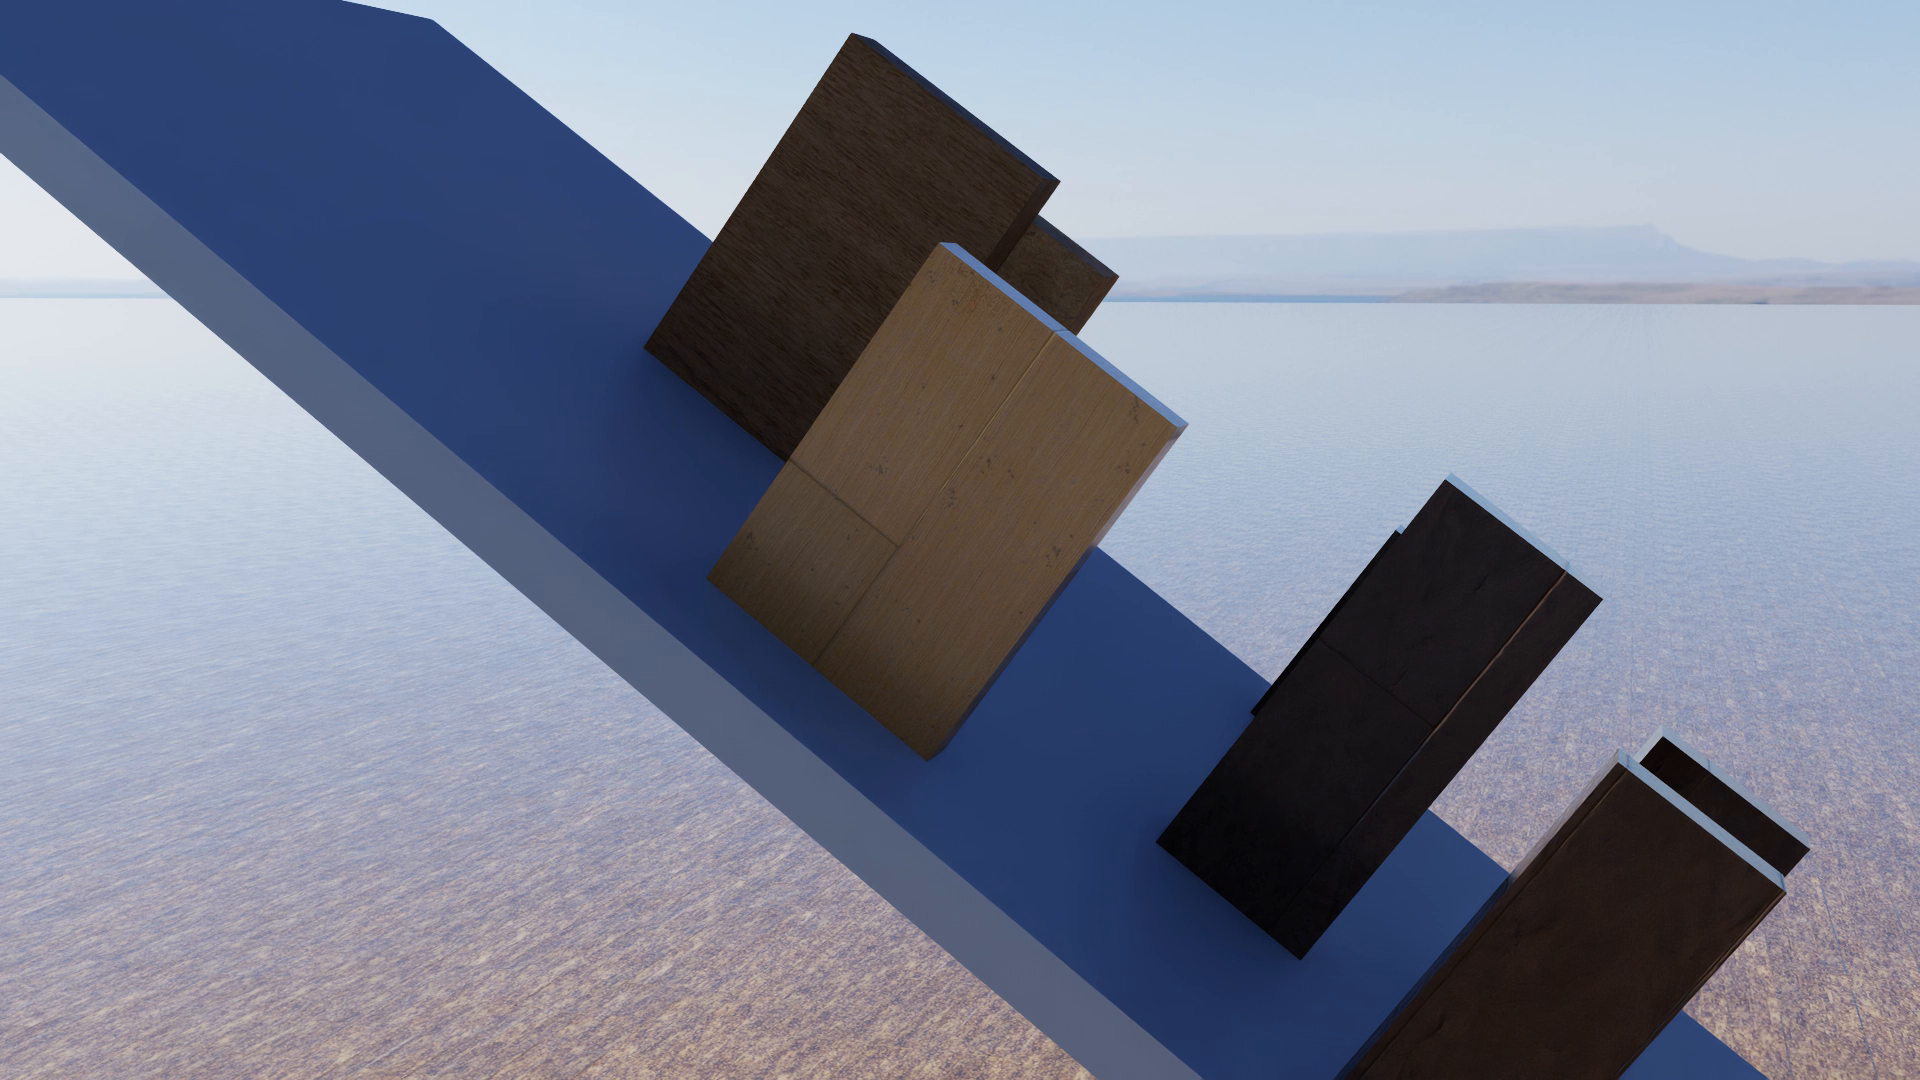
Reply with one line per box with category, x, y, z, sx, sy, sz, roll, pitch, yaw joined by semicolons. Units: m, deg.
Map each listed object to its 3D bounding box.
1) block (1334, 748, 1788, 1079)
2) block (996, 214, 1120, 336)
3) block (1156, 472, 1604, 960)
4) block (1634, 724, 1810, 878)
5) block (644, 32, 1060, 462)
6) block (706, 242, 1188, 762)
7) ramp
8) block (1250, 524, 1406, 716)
block;0.808;0.630;3.038;0.271;0.657;0.092;39;16;9
block;0.018;-0.396;4.485;0.311;0.579;0.143;39;16;9
block;0.670;0.287;3.547;0.300;0.761;0.119;39;16;9
block;1.096;0.642;3.689;0.288;0.616;0.103;39;16;9
block;-0.207;-0.510;4.093;0.447;0.711;0.127;39;16;9
block;-0.028;-0.055;3.300;0.444;0.635;0.084;39;16;9
ramp;-0.063;0.125;4.069;4.000;0.100;2.000;39;16;9
block;0.865;0.246;4.574;0.264;0.492;0.098;39;16;9
